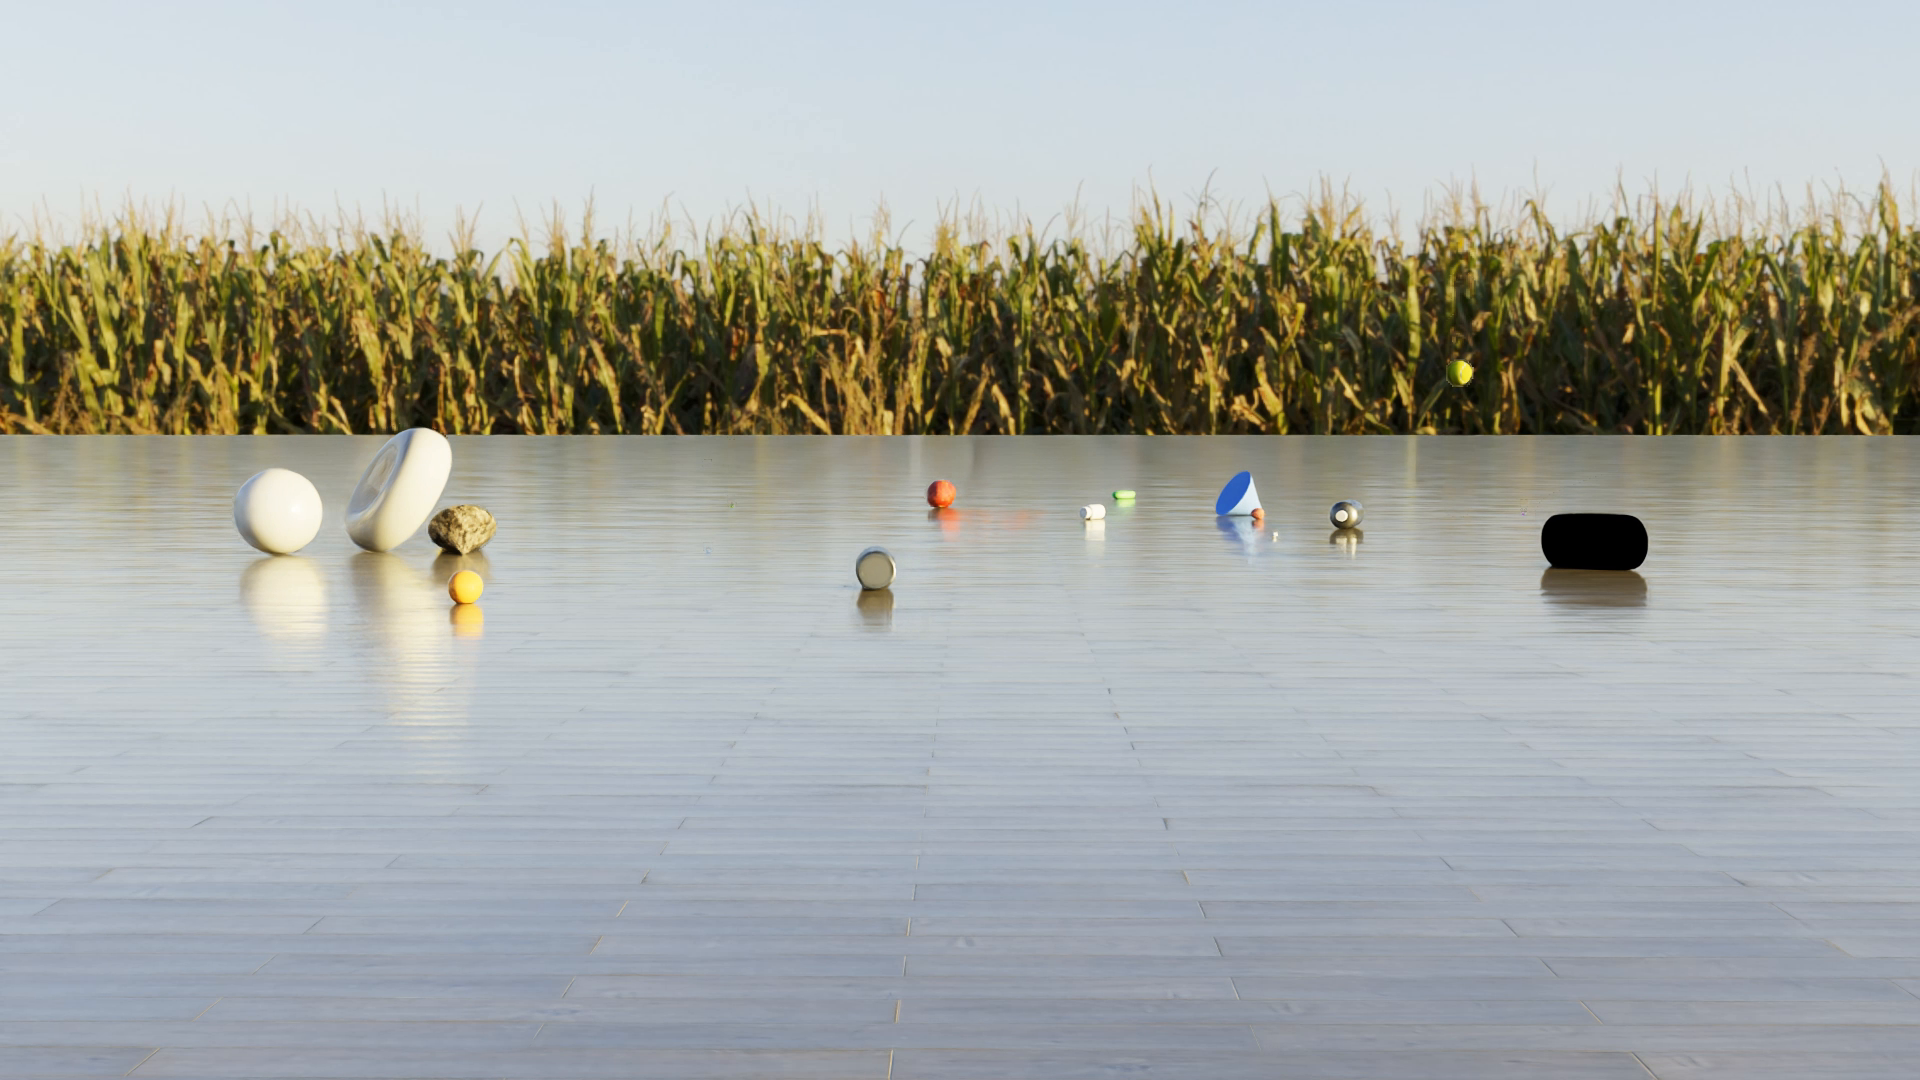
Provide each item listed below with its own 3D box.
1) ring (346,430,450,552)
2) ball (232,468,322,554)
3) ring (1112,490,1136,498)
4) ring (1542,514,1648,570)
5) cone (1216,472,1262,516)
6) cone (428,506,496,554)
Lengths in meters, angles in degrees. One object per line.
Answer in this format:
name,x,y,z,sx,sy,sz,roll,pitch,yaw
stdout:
ring,-1.546,-0.136,6.047,0.144,0.296,0.447,26,-49,-30
ball,-1.849,-0.076,5.962,0.232,0.232,0.232,0,4,0
ring,0.673,-0.186,9.028,0.066,0.031,0.126,5,7,42
ring,1.593,0.004,5.527,0.139,0.134,0.310,-6,5,-36
cone,1.027,-0.128,7.834,0.145,0.187,0.168,33,14,-20
cone,-1.357,0.004,5.997,0.185,0.097,0.178,-37,-46,23
